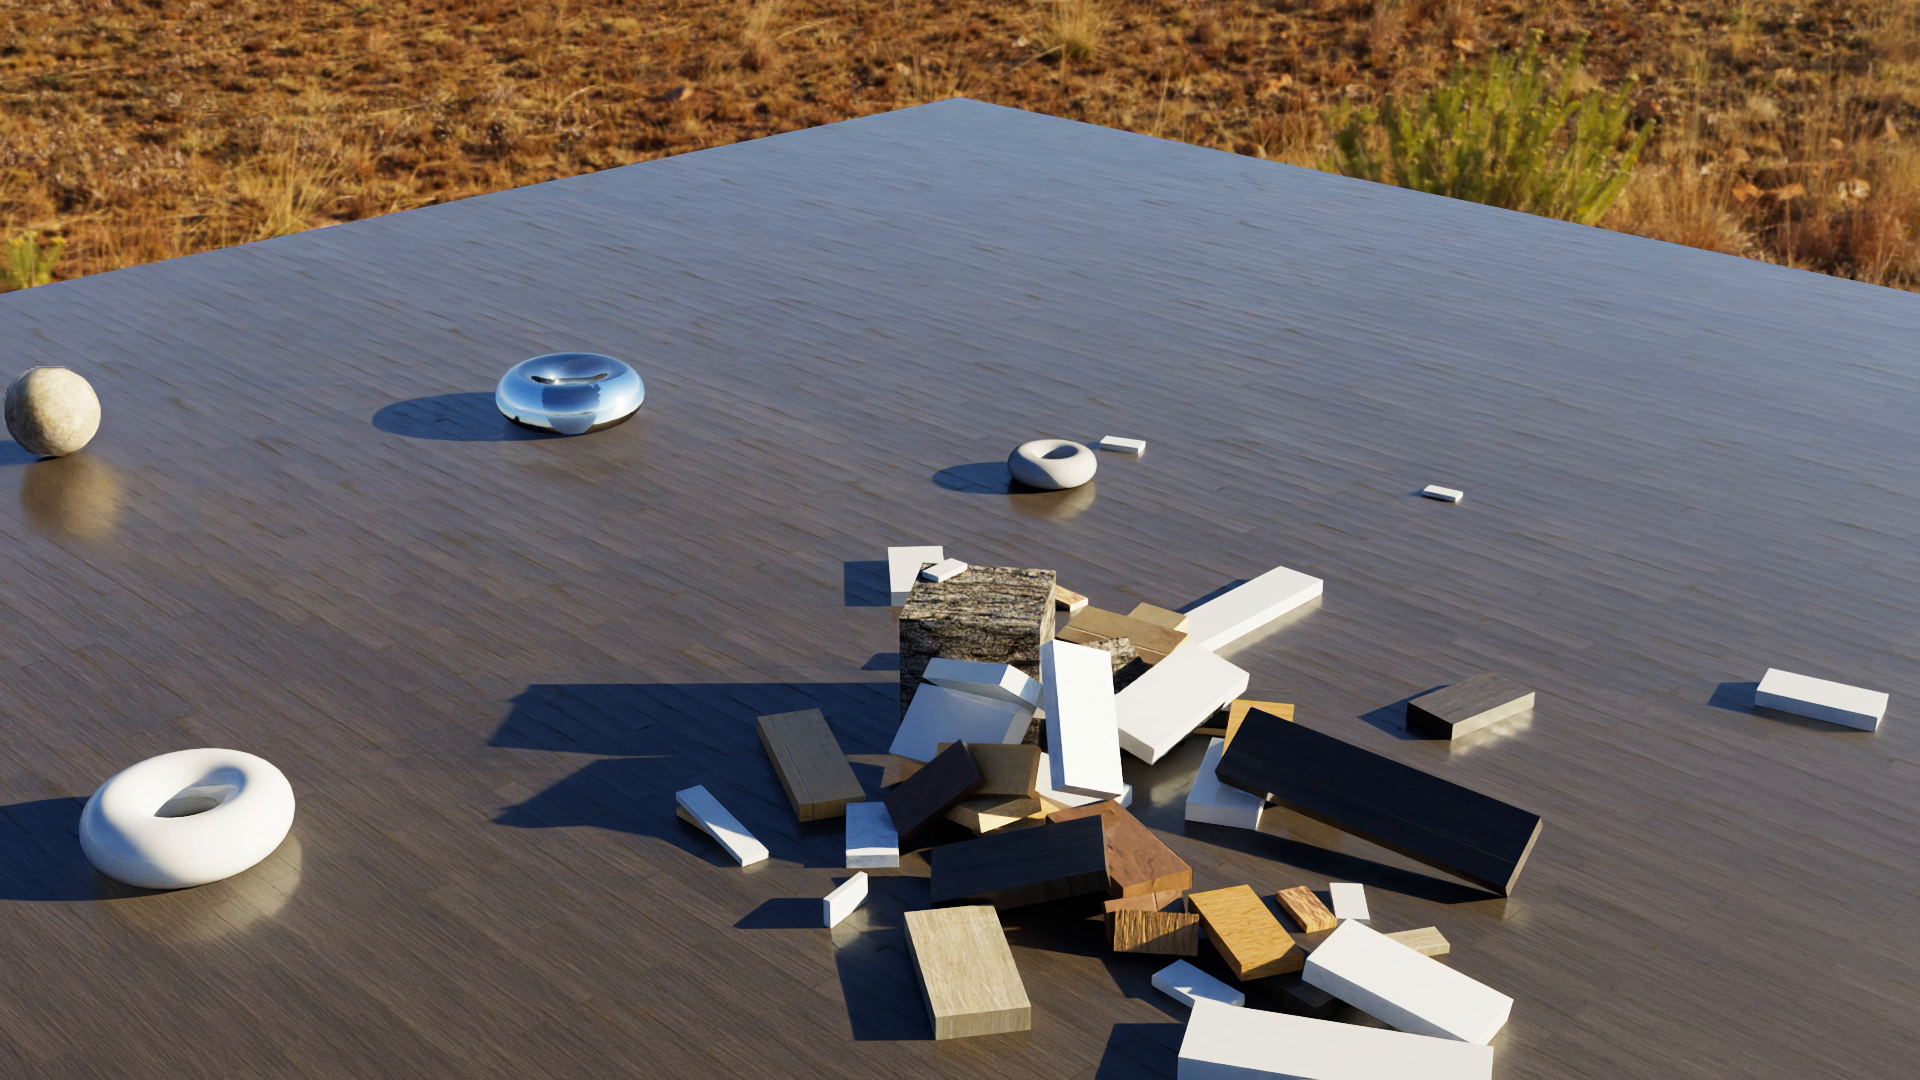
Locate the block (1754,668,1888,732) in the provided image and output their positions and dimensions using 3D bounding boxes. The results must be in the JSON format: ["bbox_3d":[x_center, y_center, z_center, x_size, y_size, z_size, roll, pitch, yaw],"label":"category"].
[{"bbox_3d":[1.911,0.354,4.880,0.256,0.036,0.128,13,26,28],"label":"block"}]

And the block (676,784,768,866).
[{"bbox_3d":[-0.474,0.565,4.368,0.058,0.016,0.261,-15,34,-33],"label":"block"}]

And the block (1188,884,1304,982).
[{"bbox_3d":[0.513,0.706,3.967,0.119,0.034,0.238,-7,24,-16],"label":"block"}]

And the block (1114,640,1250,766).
[{"bbox_3d":[0.454,0.346,4.730,0.162,0.046,0.351,30,43,29],"label":"block"}]

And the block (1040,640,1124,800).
[{"bbox_3d":[0.239,0.355,4.335,0.149,0.299,0.042,14,-30,-35],"label":"block"}]

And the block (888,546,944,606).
[{"bbox_3d":[-0.107,0.089,5.501,0.138,0.039,0.275,-1,23,-3],"label":"block"}]

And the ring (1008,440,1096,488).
[{"bbox_3d":[0.258,-0.213,6.158,0.251,0.084,0.251,0,22,0],"label":"ring"}]

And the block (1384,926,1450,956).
[{"bbox_3d":[0.821,0.736,4.004,0.122,0.017,0.061,-6,24,-14],"label":"block"}]

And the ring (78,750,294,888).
[{"bbox_3d":[-1.514,0.543,4.315,0.403,0.134,0.403,0,24,0],"label":"ring"}]

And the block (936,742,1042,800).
[{"bbox_3d":[0.050,0.455,4.341,0.217,0.102,0.029,-1,-24,28],"label":"block"}]

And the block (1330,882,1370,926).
[{"bbox_3d":[0.730,0.684,4.126,0.061,0.017,0.122,1,23,3],"label":"block"}]

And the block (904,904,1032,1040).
[{"bbox_3d":[0.009,0.762,3.905,0.166,0.047,0.331,-4,23,-10],"label":"block"}]

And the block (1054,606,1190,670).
[{"bbox_3d":[0.371,0.233,5.030,0.275,0.039,0.138,15,39,32],"label":"block"}]

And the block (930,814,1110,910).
[{"bbox_3d":[0.112,0.615,4.126,0.331,0.047,0.166,-12,29,7],"label":"block"}]

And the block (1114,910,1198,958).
[{"bbox_3d":[0.356,0.713,3.989,0.150,0.075,0.021,2,-17,6],"label":"block"}]

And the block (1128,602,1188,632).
[{"bbox_3d":[0.406,0.240,5.082,0.128,0.036,0.256,17,40,34],"label":"block"}]

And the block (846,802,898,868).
[{"bbox_3d":[-0.174,0.582,4.352,0.102,0.029,0.203,-1,23,-2],"label":"block"}]

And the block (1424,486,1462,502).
[{"bbox_3d":[1.327,-0.128,6.046,0.094,0.013,0.047,14,27,30],"label":"block"}]

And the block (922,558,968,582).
[{"bbox_3d":[-0.033,0.066,4.826,0.047,0.013,0.095,18,29,37],"label":"block"}]

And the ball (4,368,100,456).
[{"bbox_3d":[-2.599,-0.367,6.298,0.256,0.256,0.256,0,23,0],"label":"ball"}]

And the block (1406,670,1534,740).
[{"bbox_3d":[1.129,0.363,4.858,0.264,0.037,0.132,-16,28,-33],"label":"block"}]

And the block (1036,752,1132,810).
[{"bbox_3d":[0.194,0.506,4.515,0.287,0.041,0.144,17,29,35],"label":"block"}]

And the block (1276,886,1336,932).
[{"bbox_3d":[0.647,0.690,4.112,0.061,0.017,0.122,-8,24,-18],"label":"block"}]

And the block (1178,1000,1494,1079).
[{"bbox_3d":[0.624,0.869,3.652,0.501,0.047,0.166,6,24,14],"label":"block"}]

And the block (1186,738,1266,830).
[{"bbox_3d":[0.564,0.499,4.532,0.144,0.041,0.287,7,24,15],"label":"block"}]

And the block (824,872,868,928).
[{"bbox_3d":[-0.213,0.671,4.105,0.016,0.058,0.115,15,27,31],"label":"block"}]

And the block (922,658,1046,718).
[{"bbox_3d":[0.071,0.301,4.467,0.160,0.045,0.320,31,-15,-25],"label":"block"}]

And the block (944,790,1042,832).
[{"bbox_3d":[0.022,0.515,4.411,0.144,0.041,0.287,-16,15,-30],"label":"block"}]

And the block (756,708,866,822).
[{"bbox_3d":[-0.315,0.467,4.610,0.138,0.039,0.400,-7,24,-16],"label":"block"}]

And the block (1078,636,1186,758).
[{"bbox_3d":[0.352,0.339,4.800,0.162,0.046,0.324,-9,39,-19],"label":"block"}]

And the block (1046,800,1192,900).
[{"bbox_3d":[0.301,0.593,4.201,0.149,0.042,0.299,-11,25,-24],"label":"block"}]

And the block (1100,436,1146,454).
[{"bbox_3d":[0.472,-0.277,6.393,0.119,0.017,0.059,9,25,21],"label":"block"}]

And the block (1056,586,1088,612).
[{"bbox_3d":[0.251,0.141,5.407,0.059,0.017,0.119,-20,30,-39],"label":"block"}]

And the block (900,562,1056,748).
[{"bbox_3d":[0.042,0.252,4.785,0.298,0.298,0.298,3,23,8],"label":"block"}]

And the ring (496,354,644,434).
[{"bbox_3d":[-1.173,-0.443,6.621,0.443,0.148,0.443,1,24,0],"label":"ring"}]

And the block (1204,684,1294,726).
[{"bbox_3d":[0.601,0.364,4.854,0.264,0.037,0.132,3,23,6],"label":"block"}]

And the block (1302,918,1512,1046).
[{"bbox_3d":[0.774,0.778,3.810,0.320,0.045,0.160,24,32,28],"label":"block"}]

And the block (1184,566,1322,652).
[{"bbox_3d":[0.660,0.178,5.294,0.128,0.036,0.557,20,30,39],"label":"block"}]

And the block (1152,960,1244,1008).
[{"bbox_3d":[0.418,0.791,3.868,0.075,0.021,0.150,-20,30,-39],"label":"block"}]

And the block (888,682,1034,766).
[{"bbox_3d":[-0.001,0.397,4.508,0.046,0.162,0.324,35,-17,-36],"label":"block"}]

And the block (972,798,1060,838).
[{"bbox_3d":[0.176,0.592,4.311,0.149,0.042,0.299,-17,29,-35],"label":"block"}]

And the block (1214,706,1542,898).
[{"bbox_3d":[0.816,0.509,4.333,0.628,0.045,0.160,20,66,30],"label":"block"}]

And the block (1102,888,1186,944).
[{"bbox_3d":[0.339,0.690,4.040,0.150,0.075,0.021,-7,-11,-16],"label":"block"}]

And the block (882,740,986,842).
[{"bbox_3d":[-0.051,0.495,4.339,0.203,0.029,0.102,-38,51,13],"label":"block"}]

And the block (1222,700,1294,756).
[{"bbox_3d":[0.628,0.416,4.627,0.132,0.037,0.264,4,23,10],"label":"block"}]

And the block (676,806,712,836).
[{"bbox_3d":[-0.512,0.557,4.426,0.058,0.016,0.115,-21,30,-40],"label":"block"}]

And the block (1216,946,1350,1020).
[{"bbox_3d":[0.582,0.769,3.904,0.119,0.034,0.239,-18,29,-35],"label":"block"}]
